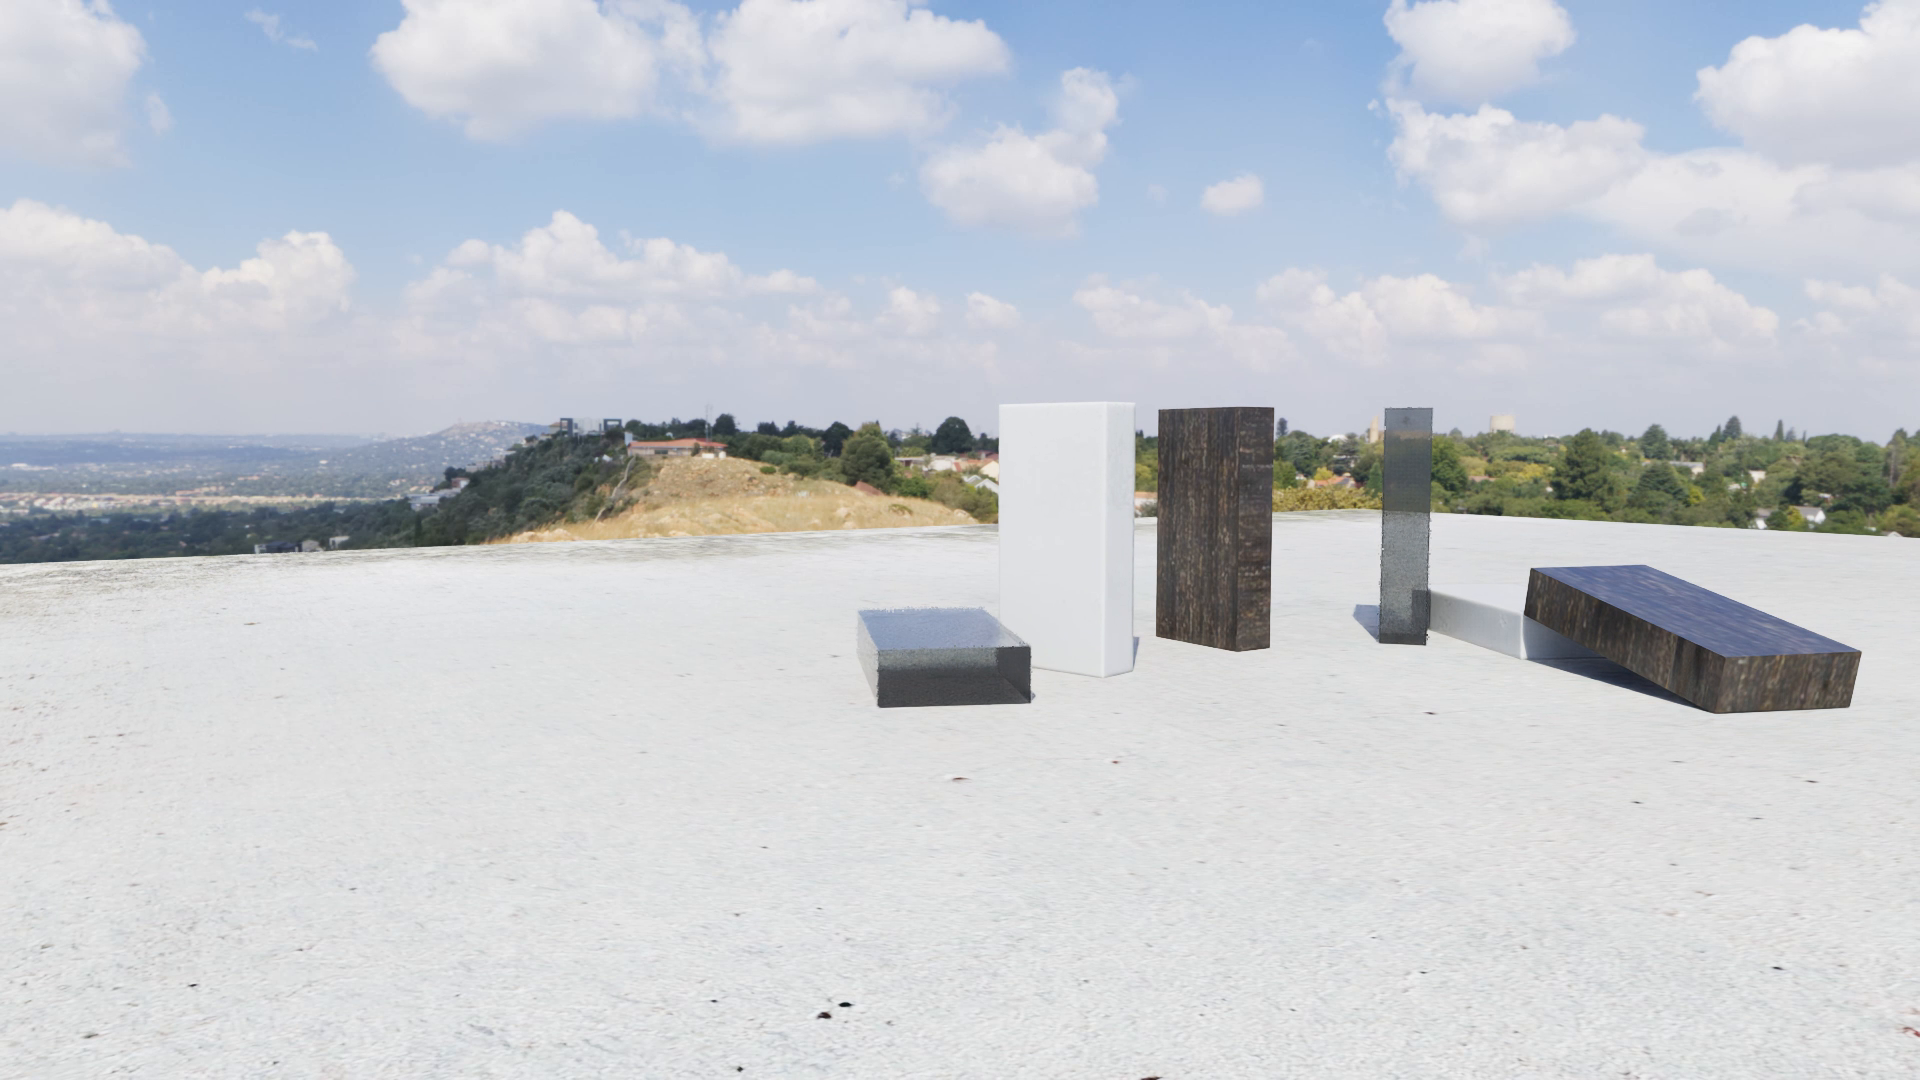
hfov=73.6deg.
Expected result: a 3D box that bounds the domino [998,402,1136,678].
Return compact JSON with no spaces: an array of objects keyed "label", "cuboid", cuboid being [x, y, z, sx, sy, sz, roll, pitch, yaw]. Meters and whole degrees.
[{"label":"domino","cuboid":[0.020,-0.001,0.243,0.025,0.050,0.010,4,6,42]}]

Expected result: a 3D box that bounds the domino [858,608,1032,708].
[{"label":"domino","cuboid":[-0.004,0.020,0.233,0.025,0.009,0.050,-1,4,-8]}]

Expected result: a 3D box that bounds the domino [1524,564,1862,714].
[{"label":"domino","cuboid":[0.127,0.016,0.227,0.025,0.009,0.050,-1,15,-11]}]

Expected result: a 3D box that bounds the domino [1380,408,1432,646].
[{"label":"domino","cuboid":[0.098,-0.004,0.282,0.009,0.050,0.025,1,5,19]}]

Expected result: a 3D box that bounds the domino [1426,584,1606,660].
[{"label":"domino","cuboid":[0.121,0.017,0.279,0.025,0.010,0.050,0,4,-5]}]

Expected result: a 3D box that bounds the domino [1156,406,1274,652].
[{"label":"domino","cuboid":[0.054,-0.003,0.274,0.010,0.050,0.025,-3,5,-32]}]
